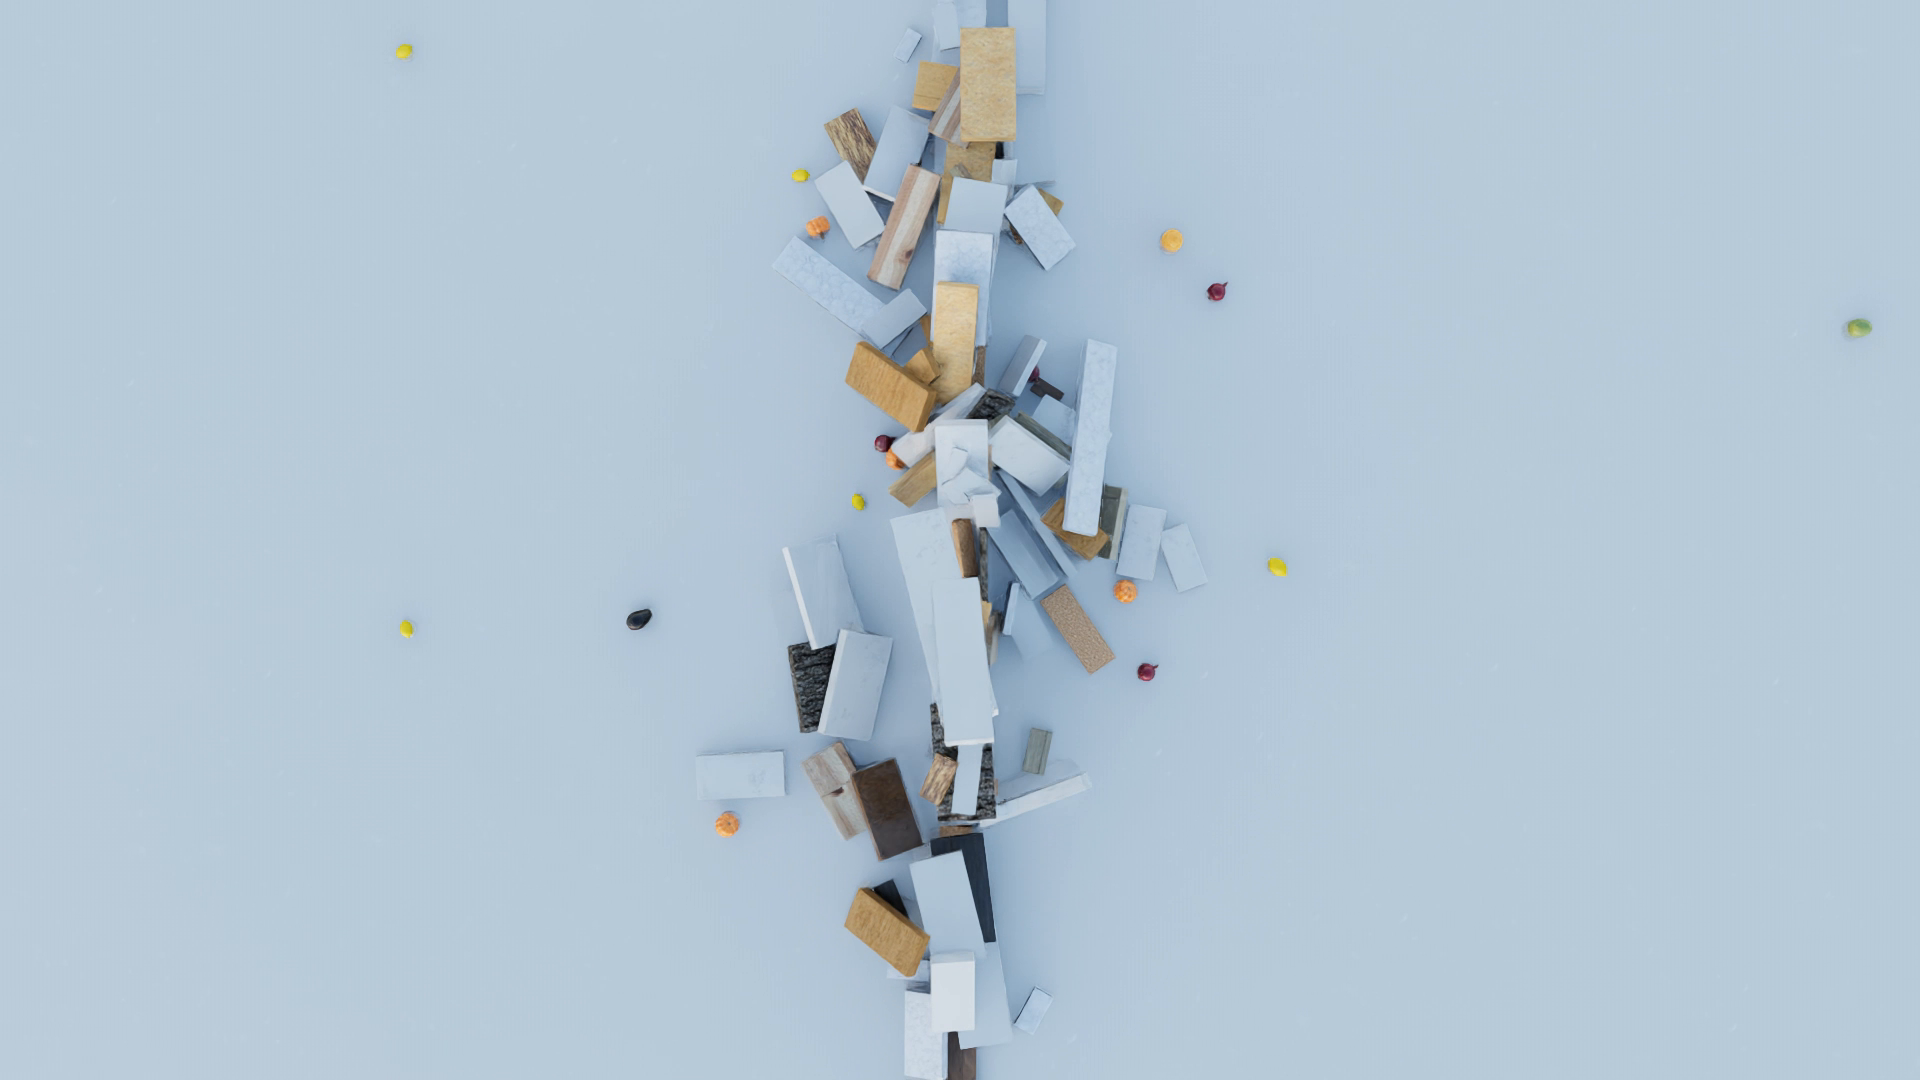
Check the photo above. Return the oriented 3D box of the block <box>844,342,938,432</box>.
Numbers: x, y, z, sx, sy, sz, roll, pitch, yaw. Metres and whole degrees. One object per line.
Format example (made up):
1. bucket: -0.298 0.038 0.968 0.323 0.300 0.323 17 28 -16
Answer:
1. block: -0.228 -0.498 5.358 0.356 0.041 0.145 37 120 33

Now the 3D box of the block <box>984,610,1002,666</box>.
1. block: 0.106 0.324 5.442 0.024 0.085 0.170 8 100 16

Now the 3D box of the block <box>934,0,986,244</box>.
1. block: 0.000 -1.467 5.477 0.162 0.046 0.974 1 90 0

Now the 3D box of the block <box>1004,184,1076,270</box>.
1. block: 0.257 -1.029 5.424 0.130 0.037 0.260 -40 117 0

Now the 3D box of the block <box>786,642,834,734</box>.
1. block: -0.475 0.481 5.443 0.145 0.041 0.290 -10 92 -28

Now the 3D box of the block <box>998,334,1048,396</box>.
1. block: 0.206 -0.577 5.449 0.029 0.101 0.203 28 90 -31

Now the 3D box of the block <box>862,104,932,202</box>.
1. block: -0.207 -1.268 5.434 0.145 0.041 0.291 20 83 -11

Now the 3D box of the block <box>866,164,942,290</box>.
1. block: -0.184 -1.028 5.418 0.113 0.032 0.397 21 108 -4

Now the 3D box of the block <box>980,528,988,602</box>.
1. block: 0.078 0.110 5.384 0.024 0.085 0.352 -1 116 2

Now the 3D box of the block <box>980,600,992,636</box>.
1. block: 0.020 0.292 5.111 0.113 0.032 0.227 11 64 6

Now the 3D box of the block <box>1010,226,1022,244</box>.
1. block: 0.170 -1.091 5.493 0.048 0.014 0.214 -25 90 0

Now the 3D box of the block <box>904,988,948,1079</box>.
1. block: -0.112 1.634 5.451 0.140 0.040 0.280 0 90 26

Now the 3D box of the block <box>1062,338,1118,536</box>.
1. block: 0.426 -0.337 5.391 0.110 0.031 0.648 12 76 -20

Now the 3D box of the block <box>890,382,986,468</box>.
1. block: -0.054 -0.371 5.343 0.356 0.029 0.102 -35 132 15

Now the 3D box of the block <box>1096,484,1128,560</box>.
1. block: 0.477 -0.060 5.449 0.119 0.034 0.239 10 90 40

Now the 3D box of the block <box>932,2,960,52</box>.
1. block: -0.042 -1.679 5.398 0.072 0.021 0.145 -11 90 0

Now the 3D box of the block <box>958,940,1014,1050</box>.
1. block: 0.060 1.485 5.436 0.175 0.050 0.350 -9 90 0

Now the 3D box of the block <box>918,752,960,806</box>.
1. block: -0.064 0.730 5.031 0.073 0.021 0.146 26 98 15

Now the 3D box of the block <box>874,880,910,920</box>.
1. block: -0.229 1.208 5.490 0.071 0.020 0.141 -24 90 0

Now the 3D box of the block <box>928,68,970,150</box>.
1. block: 0.025 -1.426 5.346 0.142 0.040 0.291 27 90 0

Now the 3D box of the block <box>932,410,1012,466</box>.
1. block: 0.064 -0.293 5.363 0.284 0.040 0.142 -29 133 9

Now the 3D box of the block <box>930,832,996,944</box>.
1. block: 0.010 1.145 5.399 0.175 0.050 0.350 -7 85 0

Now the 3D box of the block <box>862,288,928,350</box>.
1. block: -0.217 -0.730 5.449 0.203 0.029 0.101 -39 90 0

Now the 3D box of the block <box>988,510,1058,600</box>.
1. block: 0.202 0.049 5.465 0.113 0.032 0.283 -34 91 -18

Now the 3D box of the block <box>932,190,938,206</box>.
1. block: -0.117 -1.141 5.467 0.092 0.013 0.046 18 100 33

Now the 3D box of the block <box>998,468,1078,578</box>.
1. block: 0.254 -0.060 5.440 0.034 0.119 0.422 -34 90 2

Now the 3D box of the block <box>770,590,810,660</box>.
1. block: -0.557 0.278 5.484 0.110 0.031 0.220 -12 90 0

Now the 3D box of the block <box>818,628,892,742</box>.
1. block: -0.345 0.479 5.434 0.173 0.049 0.346 13 90 -31

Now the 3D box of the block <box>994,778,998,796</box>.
1. block: 0.030 0.796 5.318 0.180 0.360 0.051 0 82 0

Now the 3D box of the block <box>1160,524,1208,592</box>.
1. block: 0.738 0.059 5.485 0.104 0.030 0.209 -21 90 0

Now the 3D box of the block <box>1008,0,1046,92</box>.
1. block: 0.222 -1.739 5.458 0.124 0.035 0.515 1 85 1

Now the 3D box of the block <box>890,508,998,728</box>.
1. block: -0.054 0.231 5.097 0.173 0.049 0.704 -13 64 -5

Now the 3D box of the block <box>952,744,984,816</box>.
1. block: 0.031 0.655 5.036 0.073 0.021 0.363 7 90 0

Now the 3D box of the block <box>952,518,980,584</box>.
1. block: 0.021 0.056 5.377 0.021 0.073 0.299 15 128 35

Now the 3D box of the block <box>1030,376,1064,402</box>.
1. block: 0.290 -0.494 5.493 0.104 0.015 0.052 33 90 0

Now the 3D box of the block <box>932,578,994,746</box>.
1. block: 0.007 0.363 4.980 0.145 0.041 0.524 -5 63 -1

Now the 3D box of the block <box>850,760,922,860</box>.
1. block: -0.242 0.890 5.443 0.149 0.042 0.297 -18 86 -18

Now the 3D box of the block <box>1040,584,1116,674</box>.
1. block: 0.392 0.298 5.485 0.104 0.030 0.295 -35 90 0

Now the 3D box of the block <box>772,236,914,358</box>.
1. block: -0.390 -0.807 5.482 0.494 0.037 0.130 37 90 0

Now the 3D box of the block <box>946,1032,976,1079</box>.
1. block: -0.019 1.999 5.480 0.140 0.040 1.242 0 90 0

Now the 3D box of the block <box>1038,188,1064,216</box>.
1. block: 0.294 -1.126 5.493 0.096 0.014 0.048 31 90 0

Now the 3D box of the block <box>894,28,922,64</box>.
1. block: -0.175 -1.645 5.493 0.053 0.015 0.105 29 90 0

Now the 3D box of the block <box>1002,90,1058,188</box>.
1. block: 0.219 -1.342 5.477 0.162 0.046 0.325 -8 90 0

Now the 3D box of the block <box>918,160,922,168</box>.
1. block: -0.155 -1.239 5.493 0.053 0.015 0.105 -2 90 0

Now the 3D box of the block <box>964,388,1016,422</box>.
1. block: 0.079 -0.391 5.327 0.102 0.029 0.203 21 122 -32

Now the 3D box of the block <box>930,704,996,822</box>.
1. block: 0.010 0.680 5.072 0.180 0.051 0.360 -4 90 0

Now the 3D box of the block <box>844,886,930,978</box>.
1. block: -0.240 1.277 5.385 0.297 0.042 0.149 31 107 33

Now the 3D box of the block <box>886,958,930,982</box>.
1. block: -0.170 1.426 5.490 0.141 0.020 0.071 6 90 0
